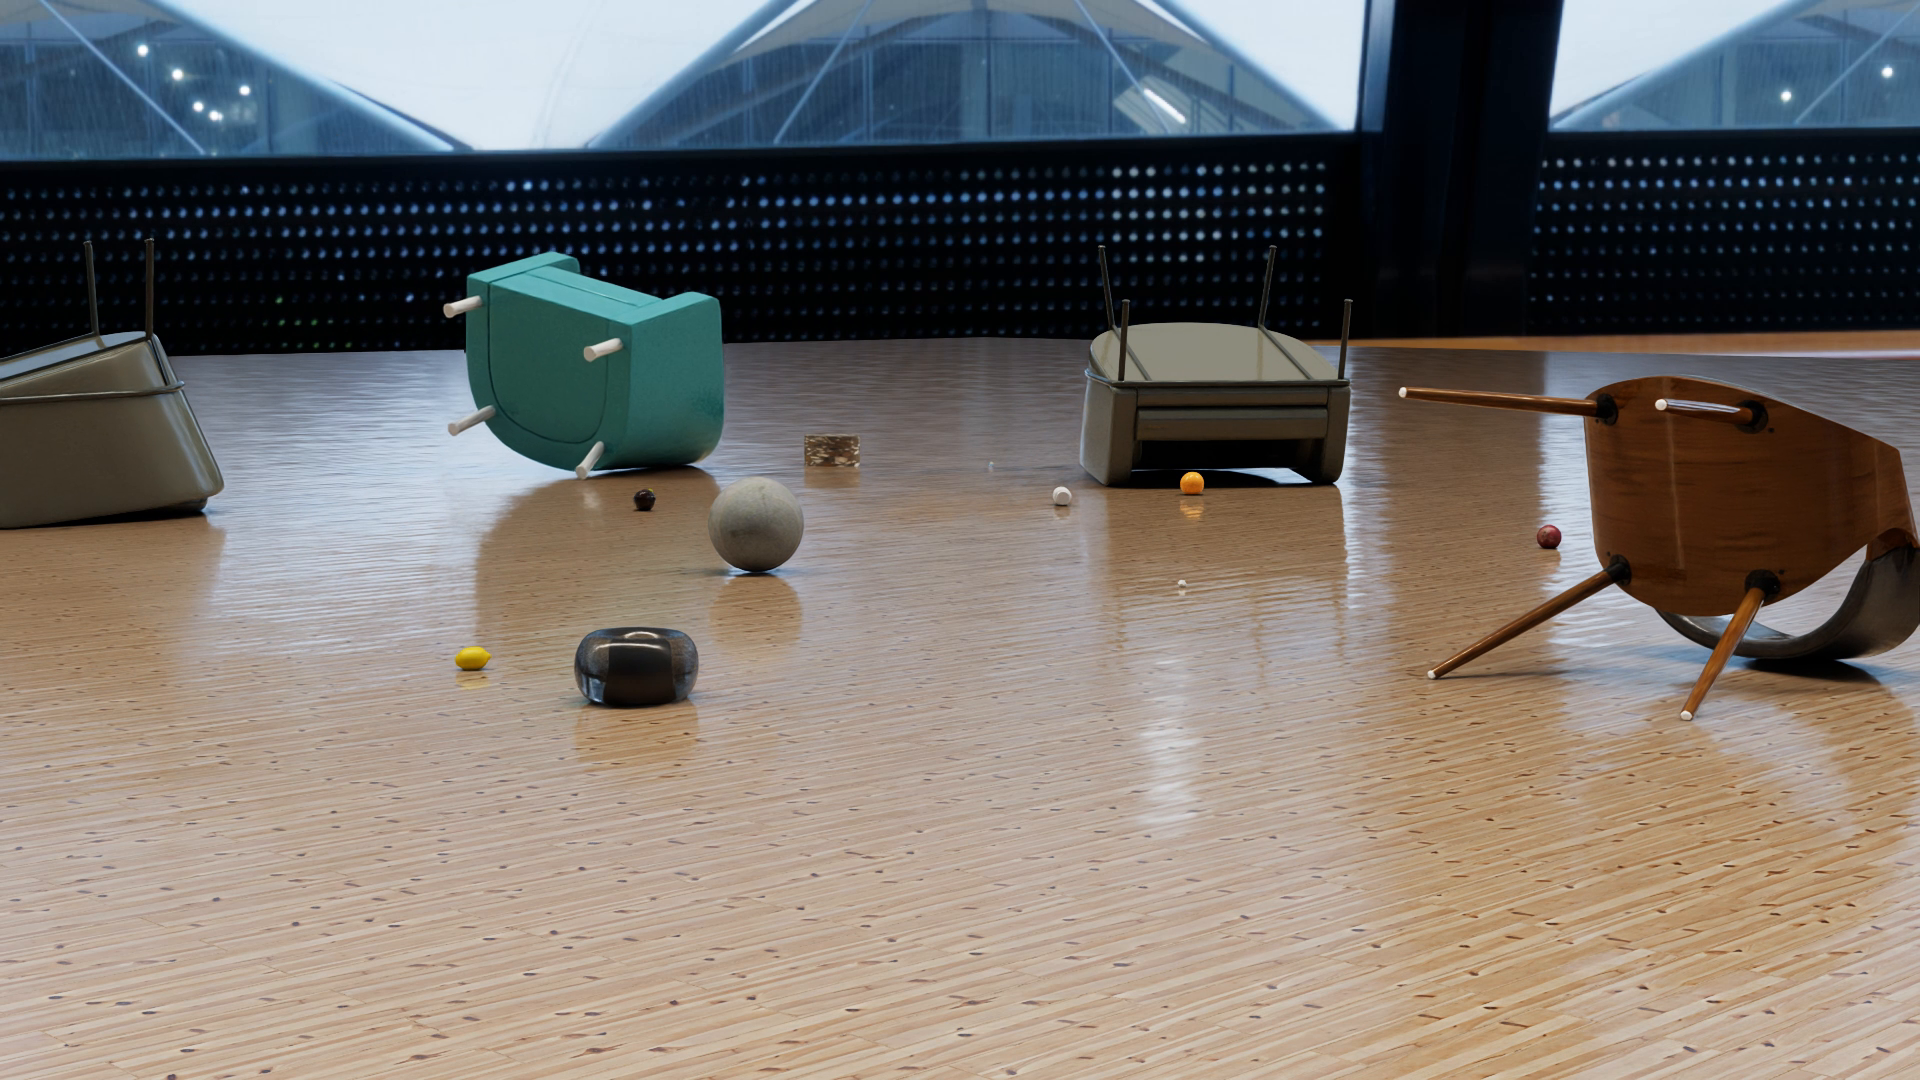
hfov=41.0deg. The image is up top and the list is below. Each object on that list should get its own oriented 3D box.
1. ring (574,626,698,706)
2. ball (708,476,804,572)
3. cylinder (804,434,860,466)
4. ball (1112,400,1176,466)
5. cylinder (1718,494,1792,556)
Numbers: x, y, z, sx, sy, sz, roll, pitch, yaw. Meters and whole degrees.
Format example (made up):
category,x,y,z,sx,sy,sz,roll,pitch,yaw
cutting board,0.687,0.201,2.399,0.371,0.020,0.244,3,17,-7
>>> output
category,x,y,z,sx,sy,sz,roll,pitch,yaw
ring,-0.504,0.196,4.001,0.183,0.105,0.212,6,7,31
ball,-0.453,-0.035,5.708,0.213,0.213,0.213,0,6,0
cylinder,-0.446,-0.313,8.938,0.201,0.105,0.135,2,6,19
ball,0.640,-0.374,8.928,0.228,0.228,0.228,0,6,0
cylinder,1.898,-0.038,6.118,0.136,0.136,0.166,-29,-9,29
